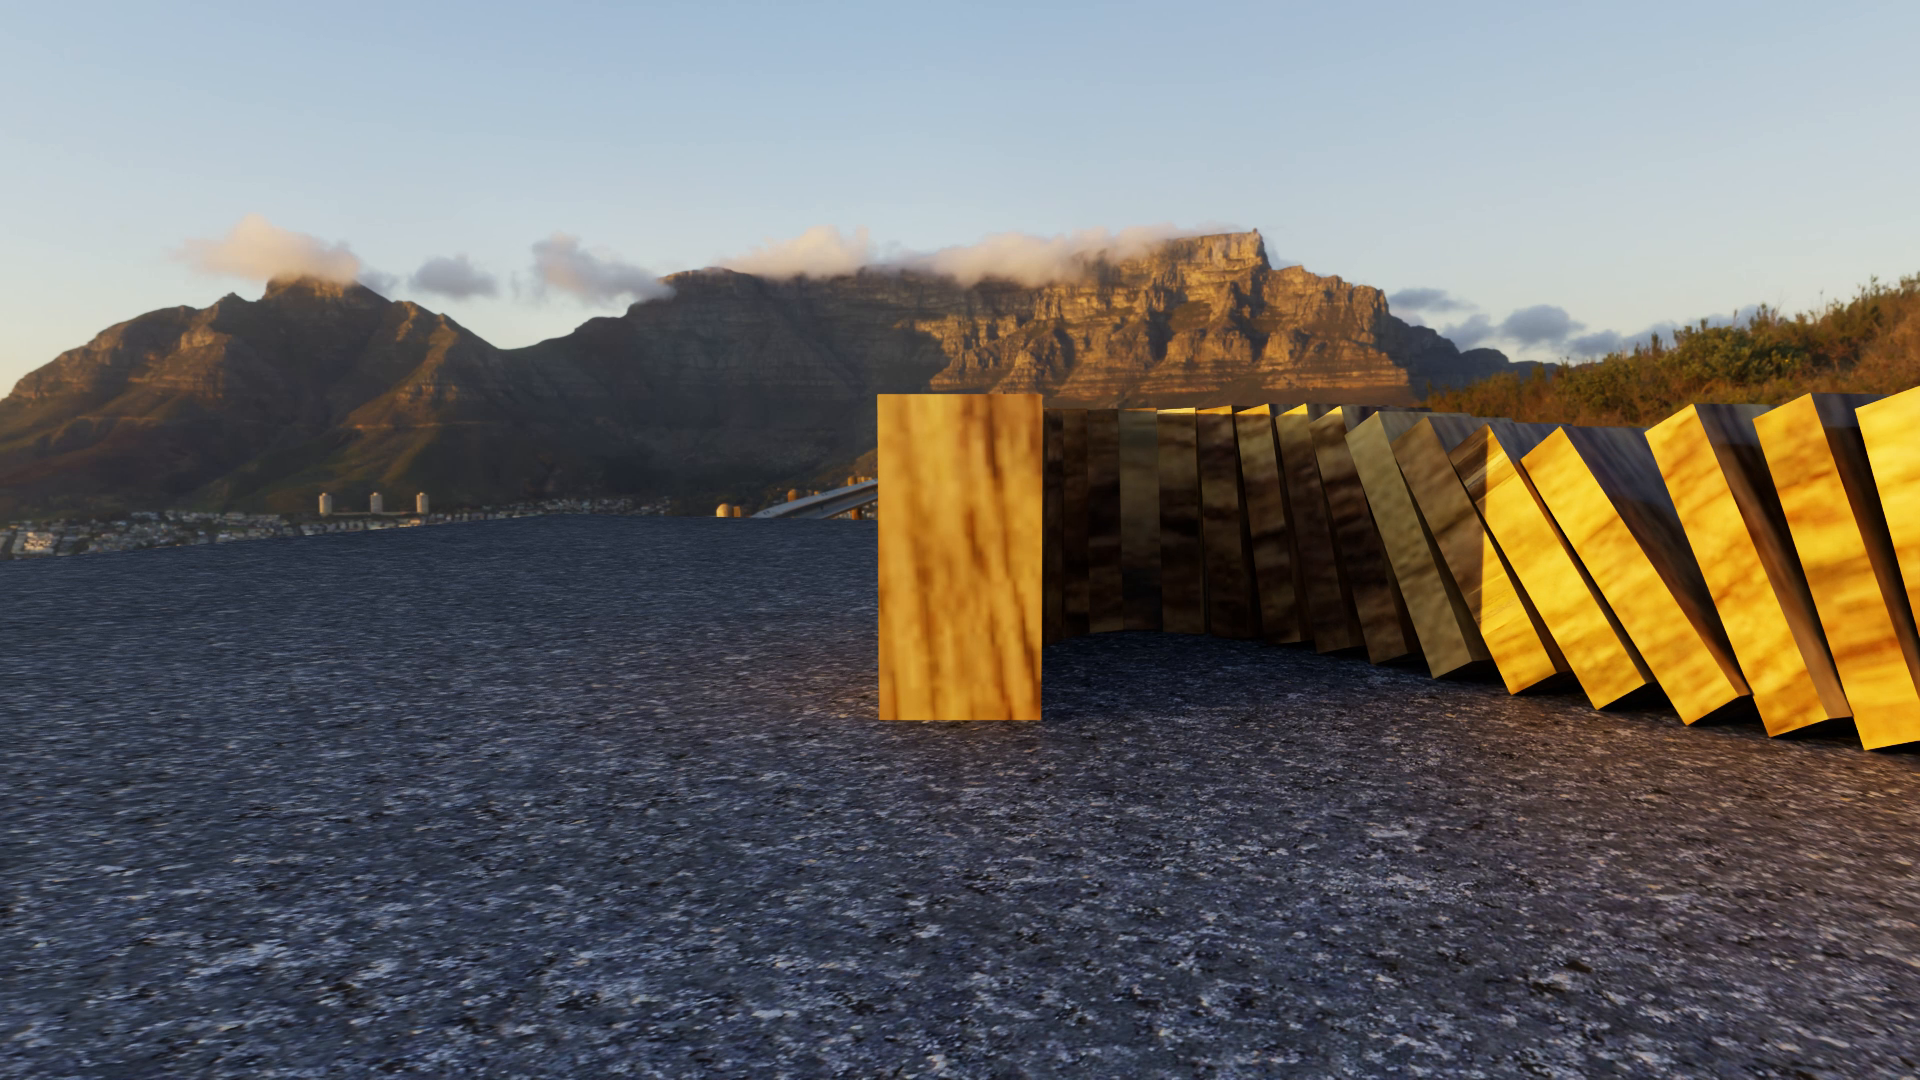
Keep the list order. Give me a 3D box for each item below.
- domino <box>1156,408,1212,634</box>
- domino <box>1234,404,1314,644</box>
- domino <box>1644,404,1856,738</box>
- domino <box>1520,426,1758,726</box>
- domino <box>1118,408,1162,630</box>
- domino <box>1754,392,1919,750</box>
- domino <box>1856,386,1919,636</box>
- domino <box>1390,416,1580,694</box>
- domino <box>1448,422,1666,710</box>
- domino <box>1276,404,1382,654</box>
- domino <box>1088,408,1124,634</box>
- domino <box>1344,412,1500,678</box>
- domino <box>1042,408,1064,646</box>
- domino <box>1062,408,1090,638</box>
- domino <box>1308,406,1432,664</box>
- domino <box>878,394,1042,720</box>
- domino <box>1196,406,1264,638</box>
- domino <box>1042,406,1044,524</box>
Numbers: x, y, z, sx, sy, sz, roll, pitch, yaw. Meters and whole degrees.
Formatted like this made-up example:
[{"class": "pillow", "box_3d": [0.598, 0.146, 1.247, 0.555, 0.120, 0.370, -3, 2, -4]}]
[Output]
[{"class": "domino", "box_3d": [0.057, -0.005, 0.296, 0.009, 0.050, 0.025, 0, 3, 38]}, {"class": "domino", "box_3d": [0.075, -0.004, 0.278, 0.025, 0.050, 0.009, -3, -6, -35]}, {"class": "domino", "box_3d": [0.127, 0.004, 0.196, 0.025, 0.050, 0.010, -2, -23, -21]}, {"class": "domino", "box_3d": [0.115, 0.004, 0.208, 0.025, 0.050, 0.009, -2, -33, -29]}, {"class": "domino", "box_3d": [0.042, -0.005, 0.303, 0.009, 0.050, 0.025, -2, 3, 8]}, {"class": "domino", "box_3d": [0.136, 0.004, 0.186, 0.025, 0.050, 0.010, -2, -18, -20]}, {"class": "domino", "box_3d": [0.143, 0.004, 0.176, 0.025, 0.050, 0.010, -2, -14, -20]}, {"class": "domino", "box_3d": [0.099, 0.002, 0.230, 0.025, 0.050, 0.009, -3, -27, -33]}, {"class": "domino", "box_3d": [0.106, 0.003, 0.219, 0.025, 0.050, 0.010, -3, -30, -33]}, {"class": "domino", "box_3d": [0.083, -0.003, 0.267, 0.025, 0.050, 0.009, -2, -11, -28]}, {"class": "domino", "box_3d": [0.027, -0.005, 0.299, 0.010, 0.050, 0.025, -4, 5, -22]}, {"class": "domino", "box_3d": [0.093, 0.000, 0.243, 0.025, 0.050, 0.009, -2, -23, -28]}, {"class": "domino", "box_3d": [0.009, -0.003, 0.277, 0.025, 0.050, 0.009, 2, 5, 23]}, {"class": "domino", "box_3d": [0.016, -0.004, 0.289, 0.025, 0.050, 0.010, 3, 7, 39]}, {"class": "domino", "box_3d": [0.088, -0.002, 0.255, 0.025, 0.050, 0.009, -2, -17, -28]}, {"class": "domino", "box_3d": [0.000, 0.002, 0.201, 0.025, 0.050, 0.010, 0, 4, 0]}, {"class": "domino", "box_3d": [0.066, -0.004, 0.287, 0.025, 0.050, 0.010, -4, 0, -41]}, {"class": "domino", "box_3d": [0.004, -0.002, 0.262, 0.025, 0.050, 0.010, 1, 4, 14]}]
